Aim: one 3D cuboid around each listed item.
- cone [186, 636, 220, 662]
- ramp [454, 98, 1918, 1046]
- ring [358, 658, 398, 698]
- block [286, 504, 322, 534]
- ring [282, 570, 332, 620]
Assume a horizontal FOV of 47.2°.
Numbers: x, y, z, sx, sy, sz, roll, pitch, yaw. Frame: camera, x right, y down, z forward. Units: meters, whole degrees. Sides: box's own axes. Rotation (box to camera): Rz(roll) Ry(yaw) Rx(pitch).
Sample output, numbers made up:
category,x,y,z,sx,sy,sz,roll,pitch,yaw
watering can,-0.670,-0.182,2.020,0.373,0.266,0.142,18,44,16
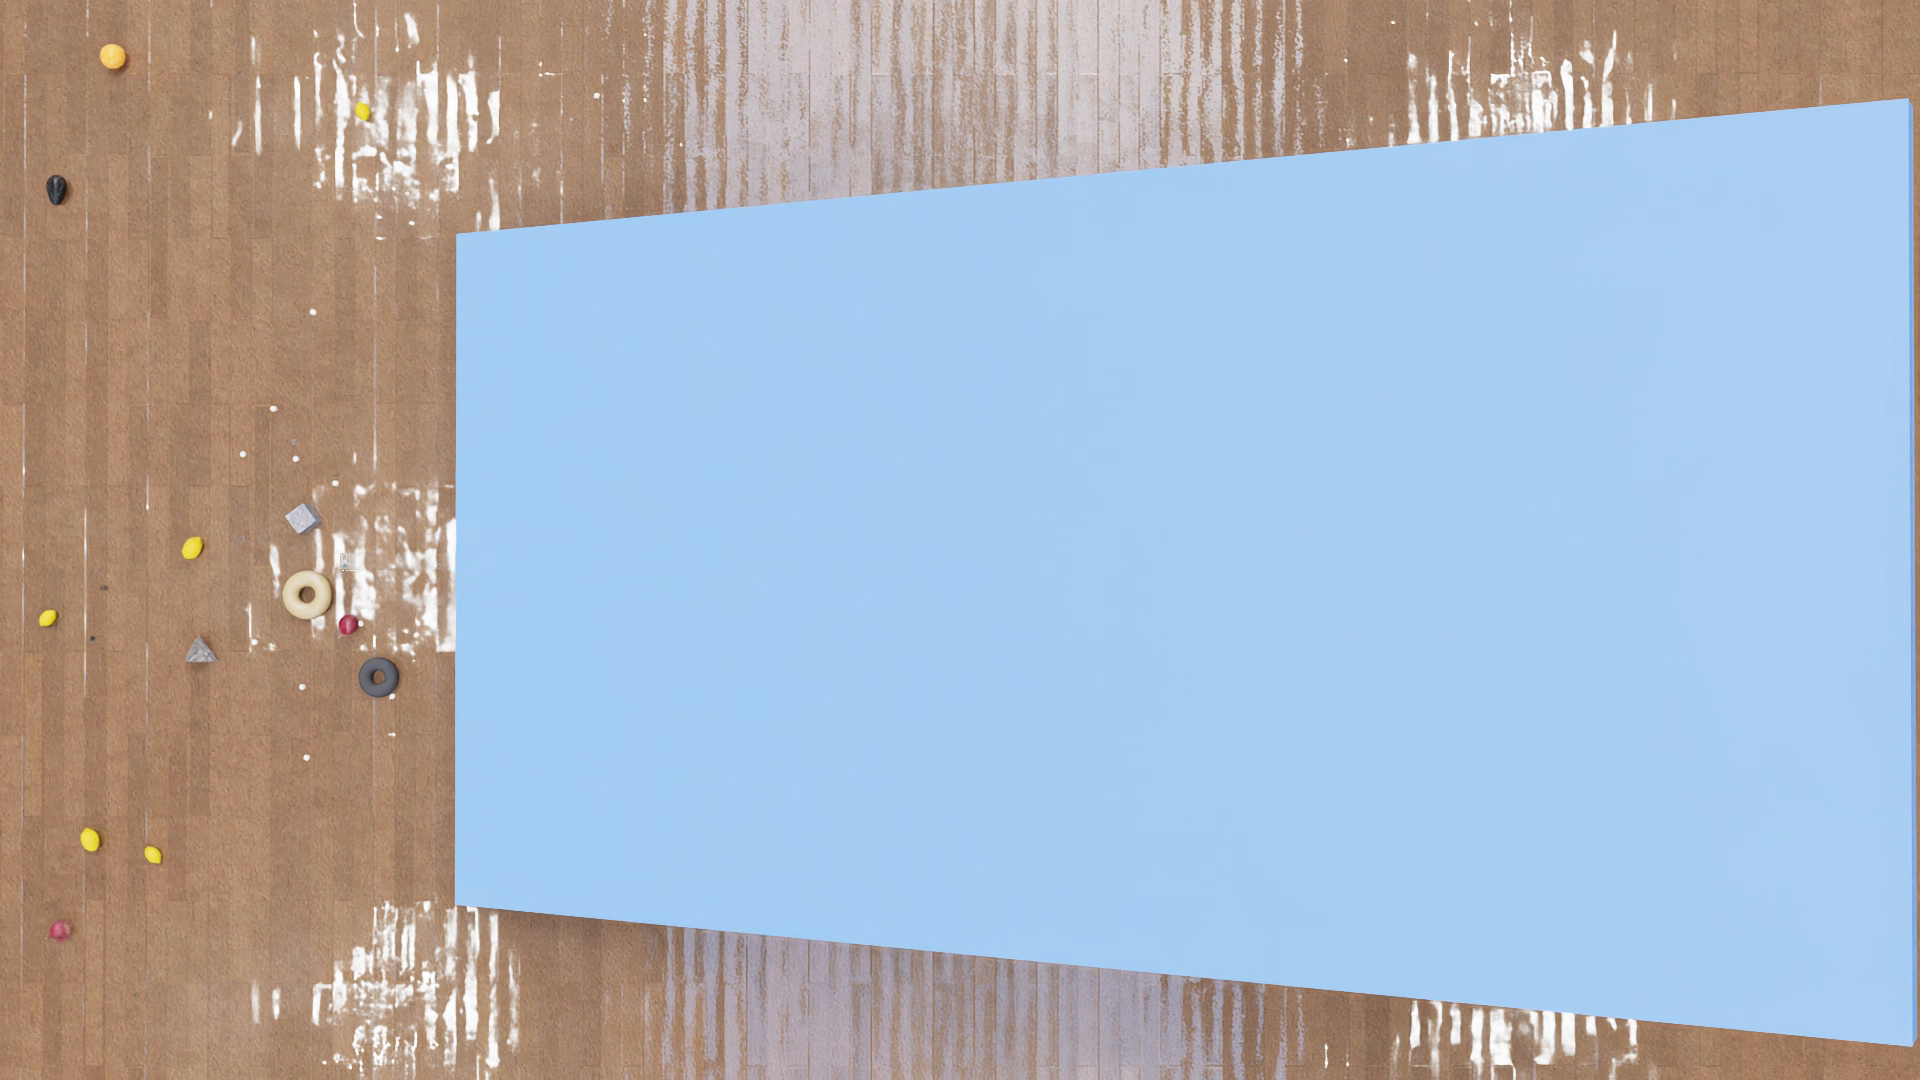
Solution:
category,x,y,z,sx,sy,sz,roll,pitch,yaw
cone,-2.271,0.347,6.624,0.088,0.088,0.088,30,89,-26
ramp,0.274,0.076,5.642,4.000,0.100,2.000,0,89,29
ring,-1.751,0.414,6.623,0.122,0.041,0.122,0,88,1
block,-1.974,-0.064,6.615,0.066,0.066,0.066,-36,90,0
ring,-1.966,0.165,6.622,0.148,0.049,0.148,0,88,-1
